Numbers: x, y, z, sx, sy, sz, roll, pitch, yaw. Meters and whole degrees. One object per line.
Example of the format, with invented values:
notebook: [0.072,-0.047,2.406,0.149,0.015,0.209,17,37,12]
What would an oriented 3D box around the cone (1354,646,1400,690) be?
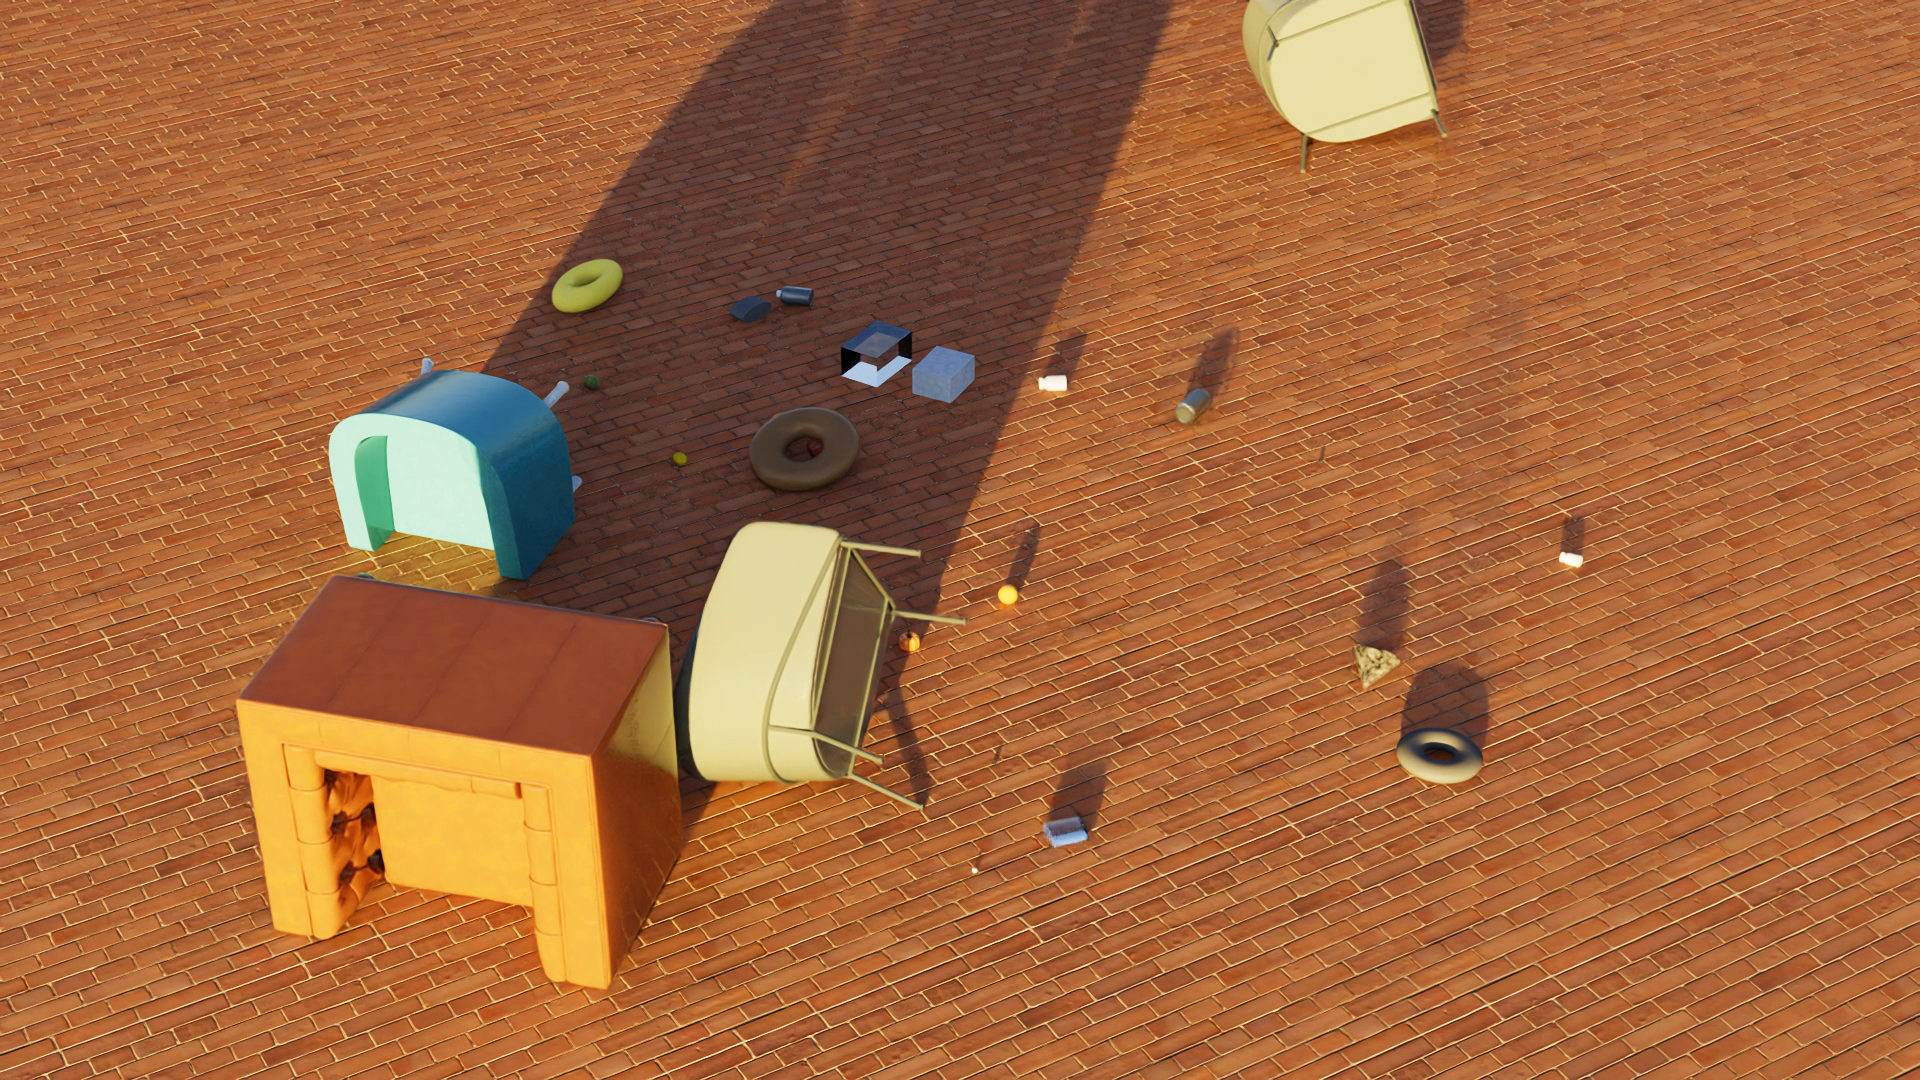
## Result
cone: [1.428,0.463,10.203,0.167,0.088,0.163,16,52,14]

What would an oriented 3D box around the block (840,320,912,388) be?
block: [-0.340,-0.762,11.977,0.174,0.136,0.262,19,38,26]

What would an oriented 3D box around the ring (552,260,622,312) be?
ring: [-1.587,-1.084,12.495,0.235,0.105,0.405,16,37,25]

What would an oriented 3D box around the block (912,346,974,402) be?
block: [-0.066,-0.670,11.859,0.173,0.112,0.213,16,37,22]

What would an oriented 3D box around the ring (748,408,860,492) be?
ring: [-0.598,-0.349,11.285,0.441,0.105,0.373,-6,57,8]

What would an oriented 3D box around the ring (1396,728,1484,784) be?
ring: [1.602,0.719,9.797,0.295,0.062,0.275,25,40,34]
